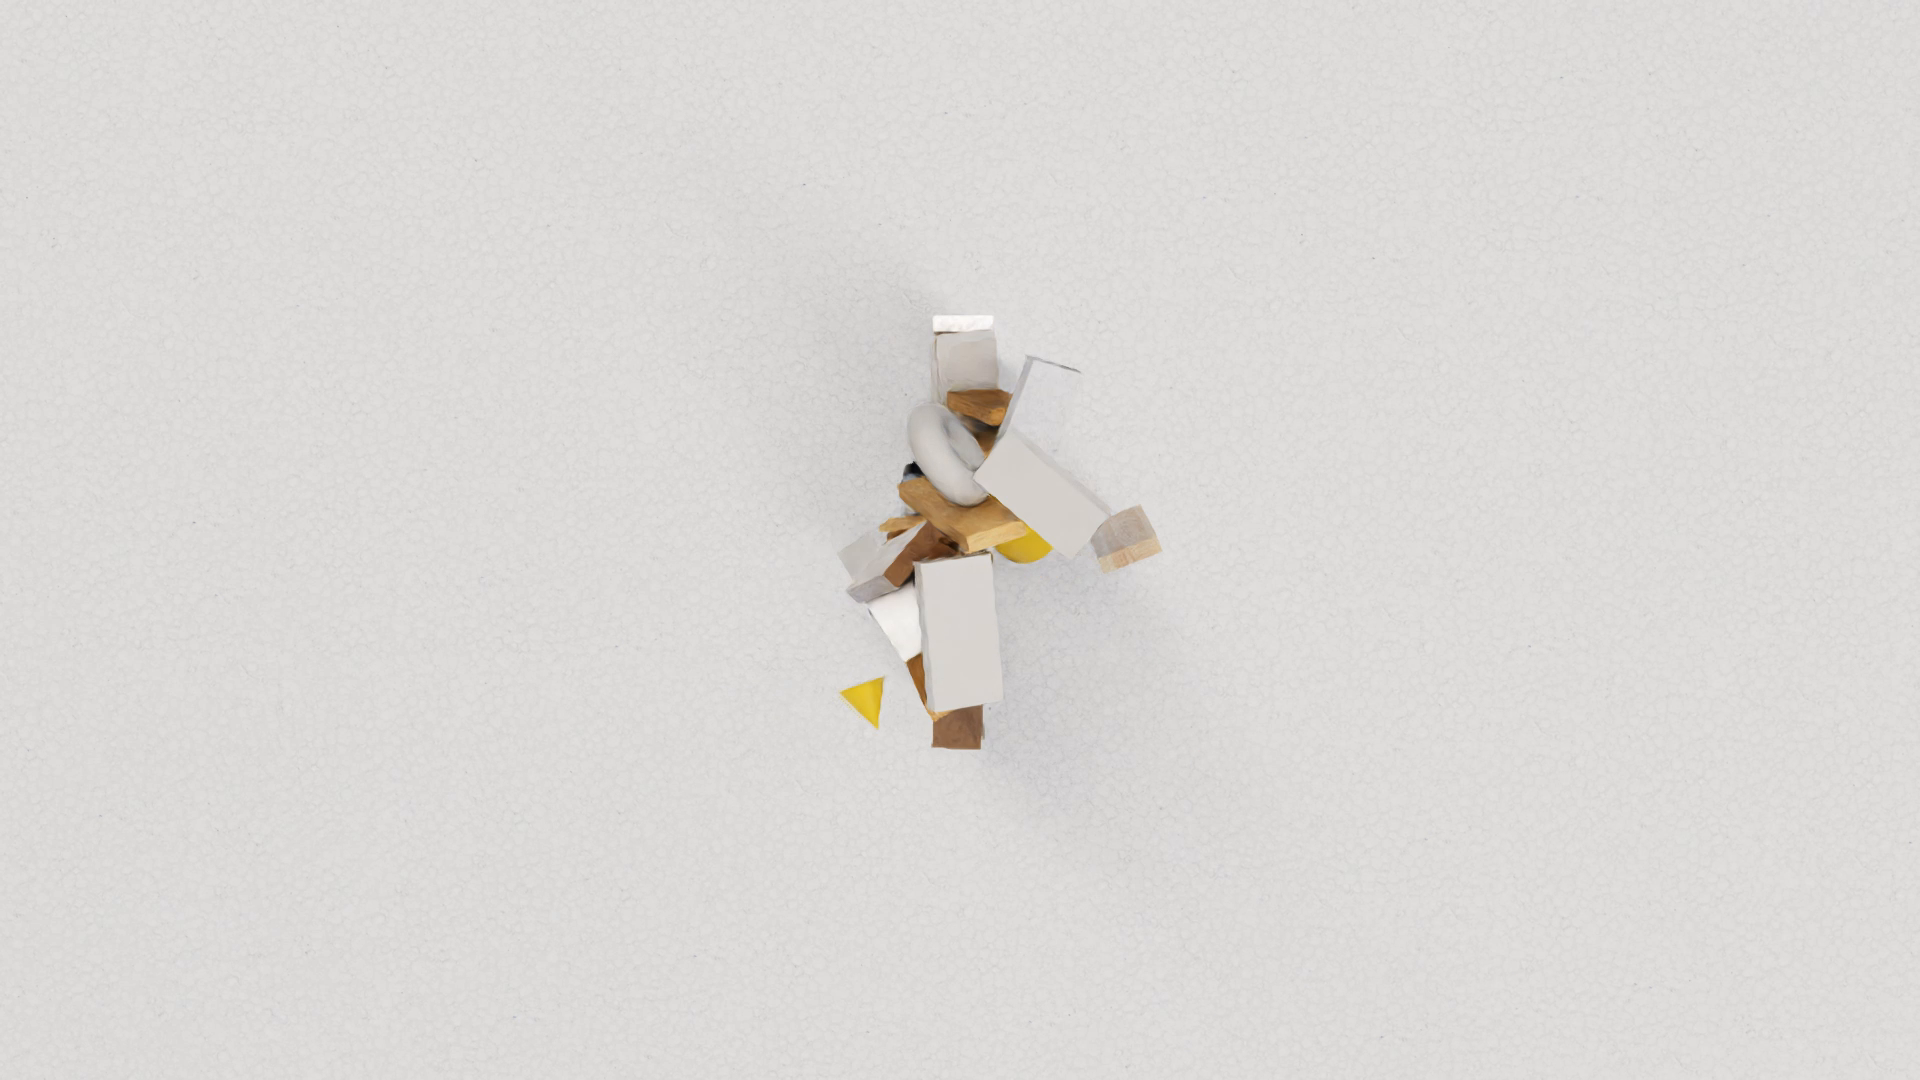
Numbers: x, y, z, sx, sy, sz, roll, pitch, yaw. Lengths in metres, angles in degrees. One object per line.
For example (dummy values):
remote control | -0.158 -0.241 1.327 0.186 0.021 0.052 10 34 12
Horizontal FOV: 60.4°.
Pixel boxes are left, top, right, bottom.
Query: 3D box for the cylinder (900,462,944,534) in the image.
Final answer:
cylinder | -0.085 -0.122 5.198 0.202 0.202 0.202 2 74 0

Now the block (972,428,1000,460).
block | 0.095 -0.272 4.780 0.157 0.429 0.044 -14 102 -7

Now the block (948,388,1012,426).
block | 0.097 -0.377 4.642 0.157 0.314 0.044 -6 105 -22

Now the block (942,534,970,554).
block | -0.044 0.019 4.979 0.163 0.081 0.023 9 50 -25

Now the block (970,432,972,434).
block | 0.048 -0.369 5.112 0.034 0.119 0.238 -31 76 40

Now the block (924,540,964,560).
block | -0.048 0.041 4.652 0.120 0.017 0.060 29 104 4

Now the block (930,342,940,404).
block | -0.004 -0.446 5.237 0.177 0.050 0.354 -1 92 -6

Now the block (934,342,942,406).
block | 0.020 -0.491 5.066 0.169 0.338 0.048 1 134 -8

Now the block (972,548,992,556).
block | 0.044 0.052 5.369 0.123 0.247 0.035 37 102 -7

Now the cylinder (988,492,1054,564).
cylinder | 0.151 -0.091 4.864 0.242 0.242 0.242 -19 53 27

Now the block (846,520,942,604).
block | -0.170 0.060 4.166 0.051 0.360 0.180 42 71 -8

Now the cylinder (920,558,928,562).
cylinder | -0.079 0.069 5.438 0.125 0.125 0.125 30 90 0

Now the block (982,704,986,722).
block | 0.009 0.431 5.171 0.148 0.042 0.297 3 96 0

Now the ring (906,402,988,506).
ring | -0.030 -0.229 4.408 0.104 0.312 0.312 -33 90 19

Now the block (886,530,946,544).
block | -0.125 0.000 4.760 0.163 0.081 0.023 16 117 2

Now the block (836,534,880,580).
block | -0.264 0.099 4.895 0.114 0.032 0.229 -31 59 -4

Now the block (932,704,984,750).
block | -0.003 0.466 4.831 0.144 0.041 0.287 3 90 3

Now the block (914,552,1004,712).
block | -0.002 0.221 3.978 0.180 0.051 0.360 -8 97 -21

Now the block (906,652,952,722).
block | -0.028 0.339 4.219 0.180 0.360 0.051 -31 106 -1

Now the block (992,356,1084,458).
block | 0.205 -0.332 4.491 0.157 0.044 0.314 13 108 -26

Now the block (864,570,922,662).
block | -0.083 0.262 4.428 0.179 0.051 0.357 -34 87 -2

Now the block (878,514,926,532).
block | -0.150 -0.049 4.662 0.166 0.060 0.017 -7 111 39

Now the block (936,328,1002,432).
block | 0.029 -0.460 4.825 0.169 0.048 0.338 -7 135 -1

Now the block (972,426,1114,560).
block | 0.202 -0.113 4.046 0.319 0.045 0.159 41 118 4

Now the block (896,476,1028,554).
block | -0.006 -0.088 4.523 0.159 0.663 0.045 -18 108 -13

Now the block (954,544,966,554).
block | -0.057 0.060 4.945 0.163 0.081 0.023 -27 98 19

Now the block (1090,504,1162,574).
block | 0.428 -0.005 4.333 0.159 0.319 0.045 -22 105 5

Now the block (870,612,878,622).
block | -0.169 0.170 4.644 0.179 0.359 0.051 -23 87 -5

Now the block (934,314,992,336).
block | 0.010 -0.644 5.057 0.169 0.582 0.048 1 94 0

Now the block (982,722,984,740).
block | 0.000 0.574 5.018 0.144 0.287 0.041 3 86 0
